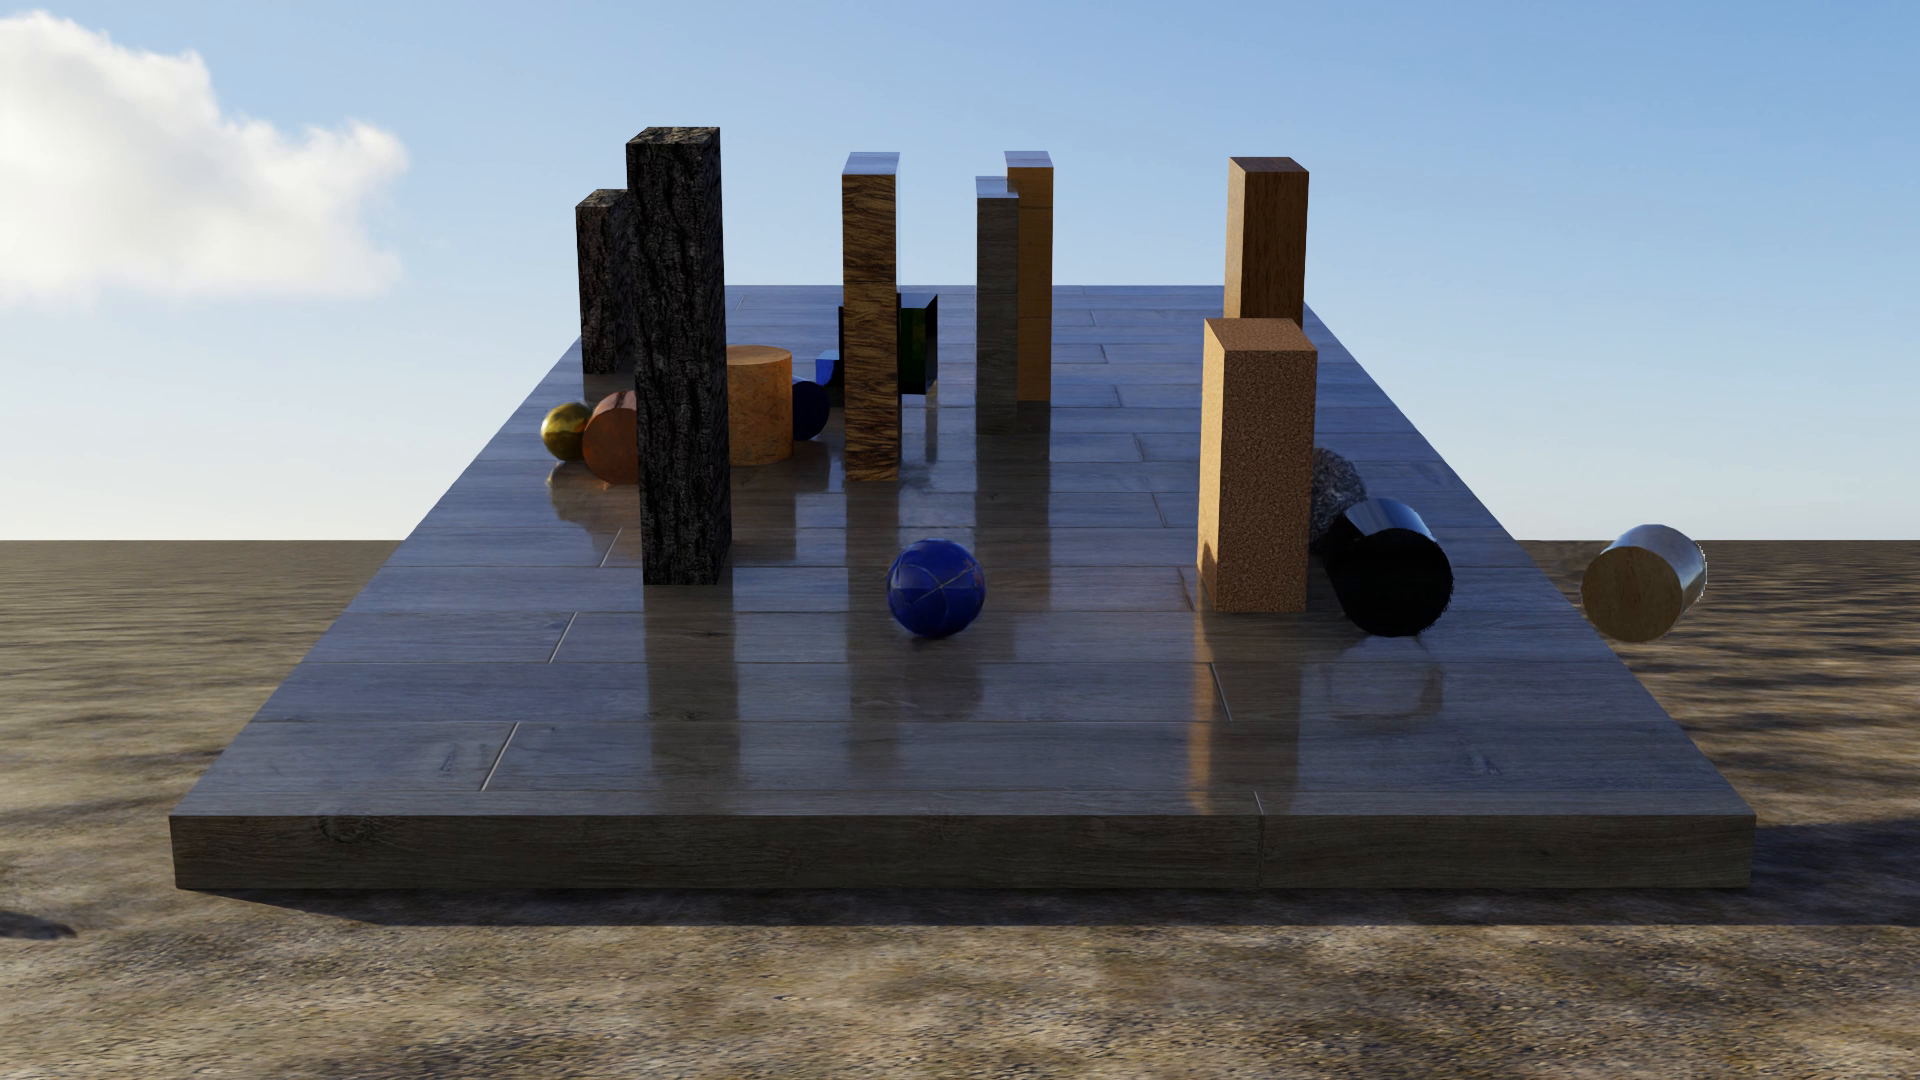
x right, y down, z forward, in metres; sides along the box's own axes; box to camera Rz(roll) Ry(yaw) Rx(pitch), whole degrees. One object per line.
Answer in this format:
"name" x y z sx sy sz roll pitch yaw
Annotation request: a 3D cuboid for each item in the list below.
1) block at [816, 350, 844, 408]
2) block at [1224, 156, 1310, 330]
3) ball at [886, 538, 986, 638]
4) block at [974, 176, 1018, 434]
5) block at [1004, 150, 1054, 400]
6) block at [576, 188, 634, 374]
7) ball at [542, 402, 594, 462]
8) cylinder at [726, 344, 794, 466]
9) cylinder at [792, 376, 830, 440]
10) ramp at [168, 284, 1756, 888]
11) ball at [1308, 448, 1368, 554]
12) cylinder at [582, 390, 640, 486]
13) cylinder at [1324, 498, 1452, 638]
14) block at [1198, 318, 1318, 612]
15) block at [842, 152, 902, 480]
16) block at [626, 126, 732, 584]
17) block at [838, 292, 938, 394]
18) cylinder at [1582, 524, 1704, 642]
"block" -0.264 -0.369 5.057 0.110 0.110 0.110 3 16 9
"block" 0.733 -0.653 5.331 0.148 0.505 0.313 0 16 0
"ball" -0.038 0.075 3.438 0.157 0.157 0.157 0 0 0
"block" 0.079 -0.526 4.884 0.087 0.509 0.387 0 16 0
"block" 0.157 -0.624 5.178 0.104 0.534 0.335 0 16 0
"block" -0.876 -0.646 5.481 0.083 0.406 0.338 0 16 0
"ball" -0.794 -0.221 4.517 0.124 0.124 0.124 0 0 0
"cylinder" -0.451 -0.281 4.572 0.209 0.209 0.209 0 16 0
"cylinder" -0.369 -0.290 4.747 0.129 0.129 0.129 0 13 -37
"ramp" -0.002 -0.161 4.716 2.000 0.100 4.000 0 16 0
"ball" 0.623 -0.068 3.884 0.185 0.185 0.185 0 0 0
"cylinder" -0.666 -0.204 4.402 0.157 0.157 0.157 0 16 -3
"cylinder" 0.678 0.043 3.514 0.178 0.178 0.178 0 16 2
"block" 0.487 -0.129 3.652 0.146 0.430 0.278 0 16 0
"block" -0.175 -0.462 4.490 0.103 0.605 0.394 0 16 0
"block" -0.472 -0.316 3.747 0.123 0.735 0.277 0 16 0
"block" -0.168 -0.468 5.231 0.204 0.204 0.204 2 16 7
"cylinder" 1.321 0.082 4.268 0.189 0.189 0.189 0 13 31
